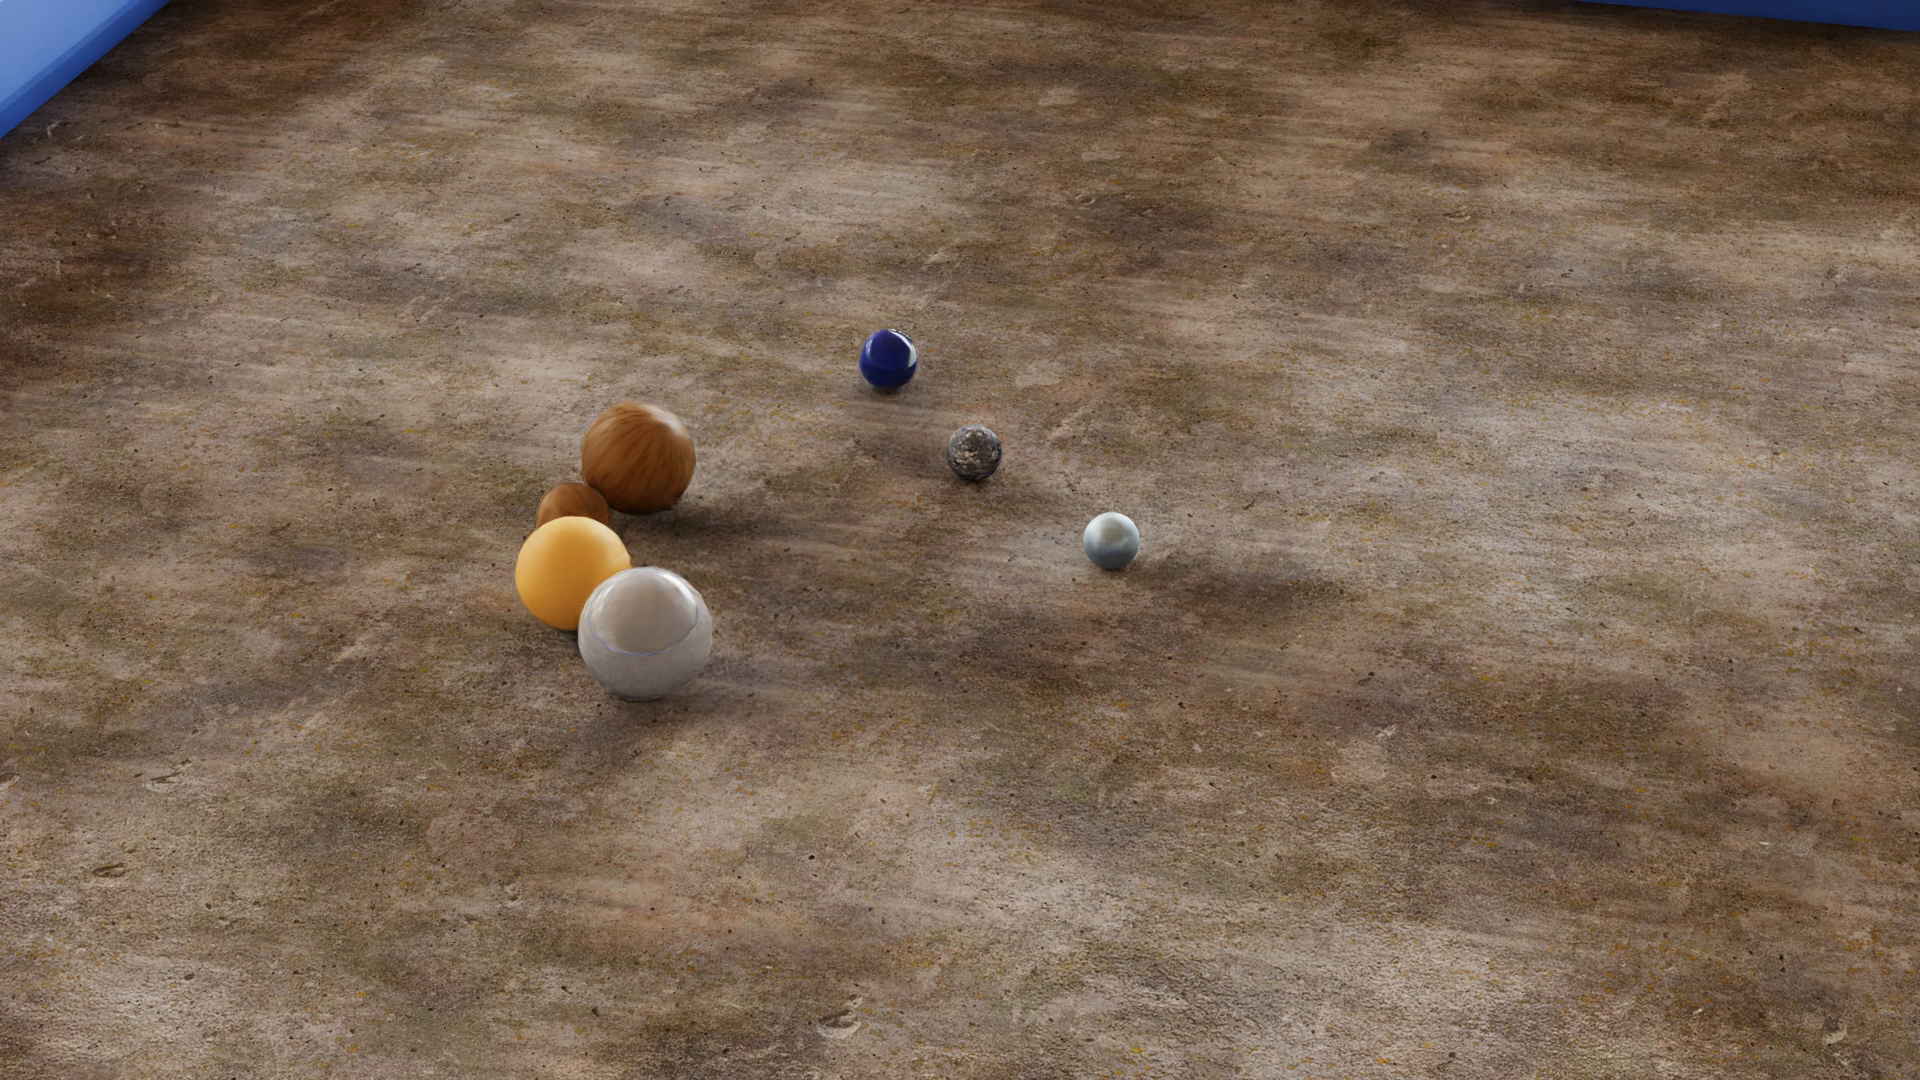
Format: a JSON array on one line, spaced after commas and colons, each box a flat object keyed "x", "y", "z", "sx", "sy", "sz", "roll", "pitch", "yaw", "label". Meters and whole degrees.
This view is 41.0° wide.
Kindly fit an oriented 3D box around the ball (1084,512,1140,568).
[{"x": 0.110, "y": 0.000, "z": 1.858, "sx": 0.041, "sy": 0.041, "sz": 0.041, "roll": 0, "pitch": 35, "yaw": 0, "label": "ball"}]

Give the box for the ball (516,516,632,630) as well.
[{"x": -0.269, "y": 0.023, "z": 1.791, "sx": 0.080, "sy": 0.080, "sz": 0.080, "roll": 0, "pitch": 35, "yaw": 0, "label": "ball"}]

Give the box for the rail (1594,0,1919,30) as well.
[{"x": 1.295, "y": -0.522, "z": 2.543, "sx": 4.233, "sy": 0.117, "sz": 0.045, "roll": 8, "pitch": 35, "yaw": 11, "label": "rail"}]

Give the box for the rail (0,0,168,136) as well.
[{"x": -1.007, "y": -0.161, "z": 2.023, "sx": 0.045, "sy": 0.117, "sz": 2.342, "roll": 8, "pitch": 35, "yaw": 11, "label": "rail"}]

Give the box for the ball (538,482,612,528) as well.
[{"x": -0.281, "y": -0.015, "z": 1.870, "sx": 0.053, "sy": 0.053, "sz": 0.053, "roll": 0, "pitch": 35, "yaw": 0, "label": "ball"}]

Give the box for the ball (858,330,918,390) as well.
[{"x": -0.058, "y": -0.144, "z": 2.062, "sx": 0.047, "sy": 0.047, "sz": 0.047, "roll": 0, "pitch": 35, "yaw": 0, "label": "ball"}]

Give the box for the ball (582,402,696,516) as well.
[{"x": -0.239, "y": -0.060, "z": 1.908, "sx": 0.084, "sy": 0.084, "sz": 0.084, "roll": 0, "pitch": 35, "yaw": 0, "label": "ball"}]

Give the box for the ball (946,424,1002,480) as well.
[{"x": 0.011, "y": -0.067, "z": 1.954, "sx": 0.043, "sy": 0.043, "sz": 0.043, "roll": 0, "pitch": 35, "yaw": 0, "label": "ball"}]

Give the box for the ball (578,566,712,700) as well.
[{"x": -0.212, "y": 0.063, "z": 1.725, "sx": 0.090, "sy": 0.090, "sz": 0.090, "roll": 0, "pitch": 35, "yaw": 0, "label": "ball"}]
